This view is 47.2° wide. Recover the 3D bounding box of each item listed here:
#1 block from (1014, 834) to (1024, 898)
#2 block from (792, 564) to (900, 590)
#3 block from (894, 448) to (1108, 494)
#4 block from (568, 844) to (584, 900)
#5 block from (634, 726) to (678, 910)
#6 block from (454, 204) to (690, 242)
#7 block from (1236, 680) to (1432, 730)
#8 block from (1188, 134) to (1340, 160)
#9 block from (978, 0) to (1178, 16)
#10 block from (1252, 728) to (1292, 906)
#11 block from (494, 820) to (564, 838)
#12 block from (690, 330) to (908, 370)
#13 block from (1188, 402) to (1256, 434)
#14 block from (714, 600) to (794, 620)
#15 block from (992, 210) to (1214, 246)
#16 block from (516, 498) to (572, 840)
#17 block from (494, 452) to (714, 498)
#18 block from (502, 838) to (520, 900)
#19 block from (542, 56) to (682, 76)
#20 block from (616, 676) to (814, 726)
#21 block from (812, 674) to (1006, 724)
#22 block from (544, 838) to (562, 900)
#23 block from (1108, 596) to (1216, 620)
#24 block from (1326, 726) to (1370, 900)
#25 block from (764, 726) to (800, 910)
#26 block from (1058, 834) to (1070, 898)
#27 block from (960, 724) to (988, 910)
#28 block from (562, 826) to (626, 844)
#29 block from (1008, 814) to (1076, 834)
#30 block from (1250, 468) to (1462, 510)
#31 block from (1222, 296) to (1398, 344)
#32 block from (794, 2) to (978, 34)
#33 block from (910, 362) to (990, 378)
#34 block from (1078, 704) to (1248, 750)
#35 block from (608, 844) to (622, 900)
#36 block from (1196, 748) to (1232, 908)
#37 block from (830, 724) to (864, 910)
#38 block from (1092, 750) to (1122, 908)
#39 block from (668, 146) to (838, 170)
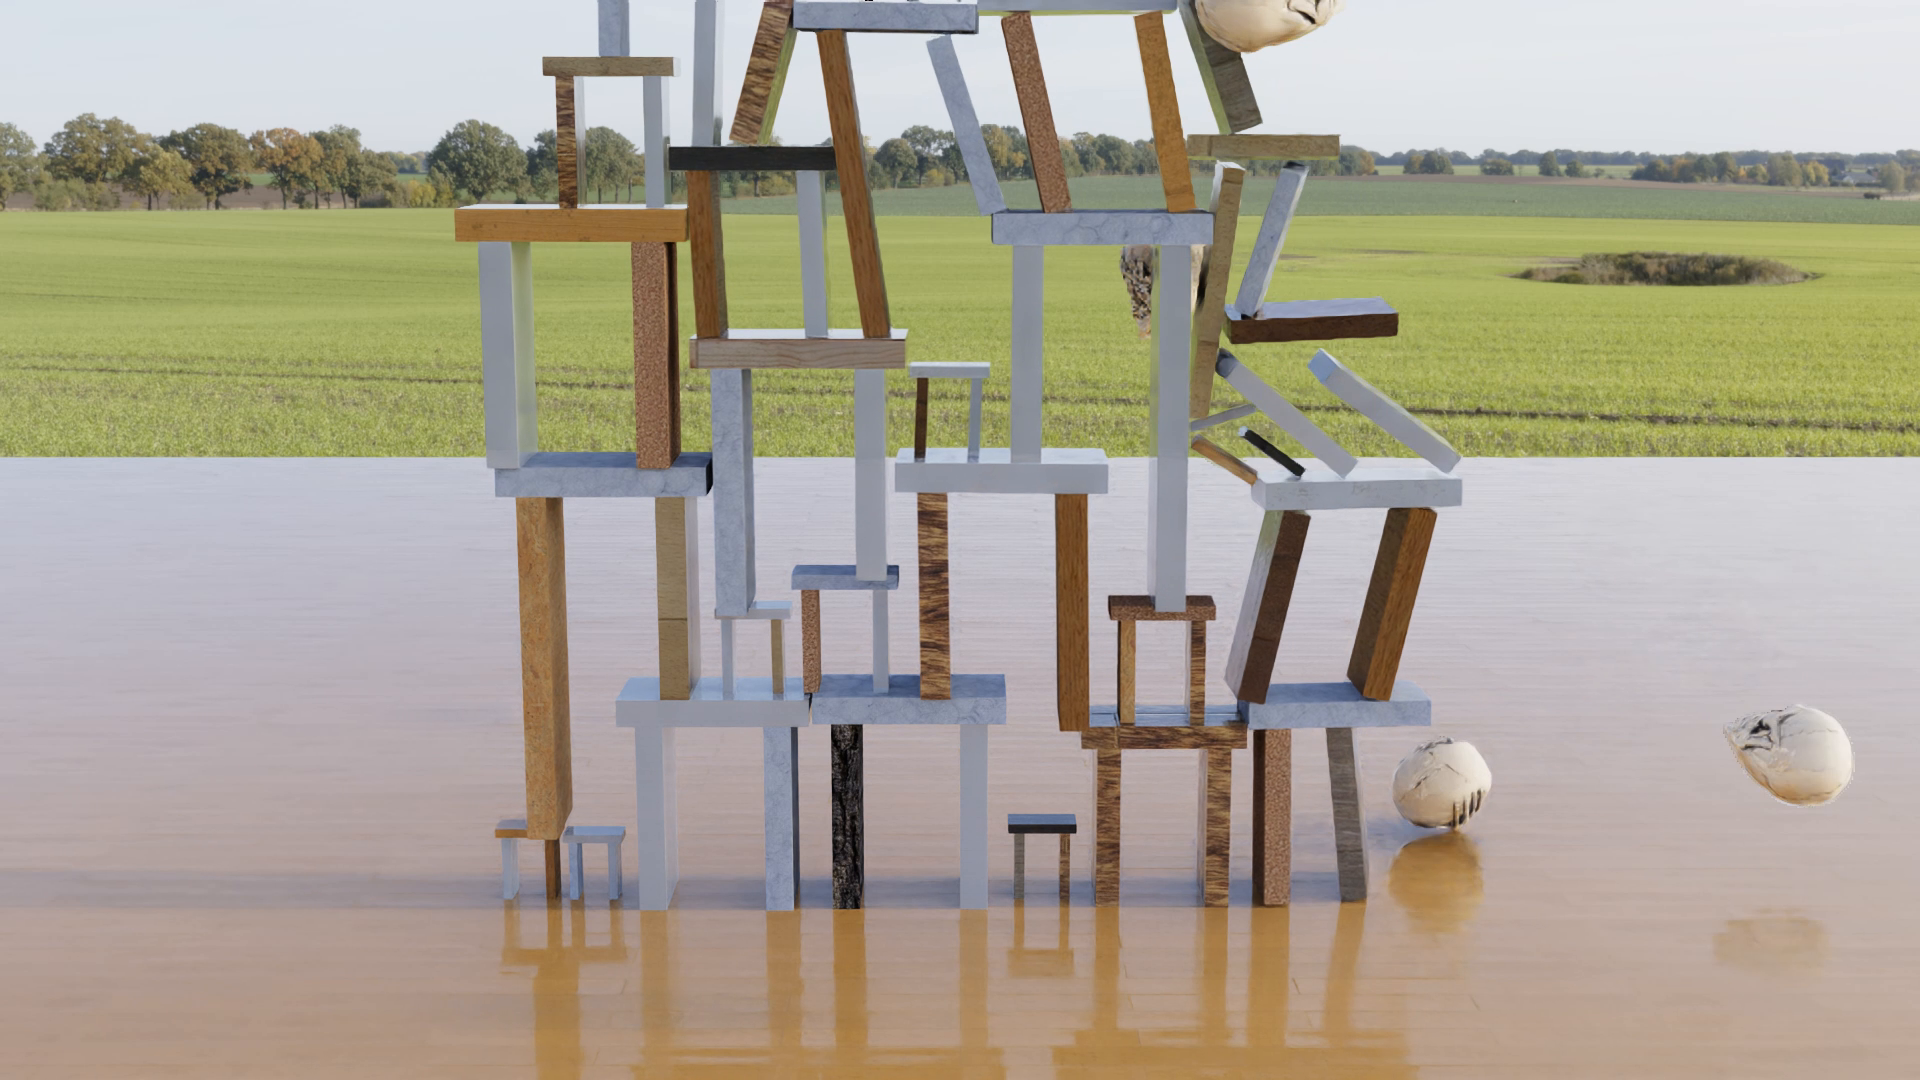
[{"bbox_3d":[0.098,0.534,3.662,0.016,0.113,0.056,0,11,0],"label":"block"},{"bbox_3d":[-0.185,0.060,3.571,0.170,0.024,0.085,0,10,0],"label":"block"},{"bbox_3d":[0.067,-0.112,3.530,0.335,0.047,0.167,0,11,1],"label":"block"},{"bbox_3d":[-0.638,0.543,3.656,0.014,0.097,0.049,0,11,0],"label":"block"},{"bbox_3d":[-0.501,0.438,3.637,0.044,0.310,0.155,0,11,0],"label":"block"},{"bbox_3d":[-0.599,-0.500,3.461,0.353,0.050,0.176,0,11,-1],"label":"block"},{"bbox_3d":[0.614,0.271,3.627,0.295,0.042,0.148,-1,9,-1],"label":"block"},{"bbox_3d":[0.469,-0.607,3.399,0.229,0.033,0.115,1,8,8],"label":"block"},{"bbox_3d":[0.179,-0.835,3.394,0.301,0.043,0.151,0,11,1],"label":"block"},{"bbox_3d":[0.517,0.440,3.651,0.042,0.295,0.148,-1,9,0],"label":"block"},{"bbox_3d":[-0.713,0.478,3.647,0.106,0.015,0.053,0,11,-1],"label":"block"},{"bbox_3d":[-0.252,-0.305,3.501,0.336,0.048,0.168,0,10,0],"label":"block"},{"bbox_3d":[0.418,-0.196,3.534,0.115,0.016,0.058,-17,2,4],"label":"block"},{"bbox_3d":[-0.335,0.114,3.578,0.122,0.017,0.061,0,11,0],"label":"block"},{"bbox_3d":[0.220,-0.494,3.465,0.339,0.048,0.170,0,11,0],"label":"block"},{"bbox_3d":[-0.678,0.194,3.596,0.047,0.563,0.166,0,11,-1],"label":"block"},{"bbox_3d":[-0.567,-0.106,3.541,0.331,0.047,0.166,0,11,-1],"label":"block"},{"bbox_3d":[-0.748,0.538,3.658,0.015,0.106,0.053,0,11,0],"label":"block"},{"bbox_3d":[-0.540,-0.735,3.418,0.201,0.028,0.100,0,11,-1],"label":"block"},{"bbox_3d":[-0.397,0.265,3.605,0.310,0.044,0.155,0,11,0],"label":"block"},{"bbox_3d":[-0.081,0.261,3.611,0.312,0.044,0.156,0,11,0],"label":"block"},{"bbox_3d":[-0.677,0.538,3.658,0.015,0.106,0.053,0,11,0],"label":"block"},{"bbox_3d":[0.328,0.110,3.580,0.169,0.024,0.085,0,11,1],"label":"block"},{"bbox_3d":[0.649,0.435,3.678,0.042,0.295,0.148,-4,8,13],"label":"block"},{"bbox_3d":[-0.294,0.438,3.637,0.044,0.310,0.155,0,11,0],"label":"block"},{"bbox_3d":[0.173,0.534,3.662,0.016,0.113,0.056,0,11,0],"label":"block"},{"bbox_3d":[0.023,0.436,3.643,0.044,0.312,0.156,0,11,0],"label":"block"},{"bbox_3d":[-0.606,0.488,3.646,0.097,0.014,0.049,0,11,0],"label":"block"},{"bbox_3d":[0.136,0.471,3.650,0.113,0.016,0.056,0,11,0],"label":"block"},{"bbox_3d":[0.640,-0.084,3.571,0.314,0.044,0.157,-1,8,-1],"label":"block"},{"bbox_3d":[0.550,-0.348,3.478,0.259,0.037,0.130,-3,17,-1],"label":"block"},{"bbox_3d":[-0.112,-0.808,3.406,0.277,0.039,0.139,1,10,2],"label":"block"},{"bbox_3d":[-0.016,-0.271,3.501,0.128,0.018,0.064,0,11,1],"label":"block"},{"bbox_3d":[0.330,0.307,3.618,0.268,0.038,0.134,0,11,0],"label":"block"},{"bbox_3d":[-0.573,0.543,3.656,0.014,0.097,0.049,0,11,0],"label":"block"},{"bbox_3d":[0.421,0.458,3.646,0.038,0.268,0.134,0,11,0],"label":"block"},{"bbox_3d":[-0.186,0.436,3.643,0.044,0.312,0.156,0,11,0],"label":"block"},{"bbox_3d":[0.242,0.458,3.646,0.038,0.268,0.134,0,11,0],"label":"block"},{"bbox_3d":[-0.322,-0.600,3.454,0.256,0.036,0.128,0,10,0],"label":"block"}]
